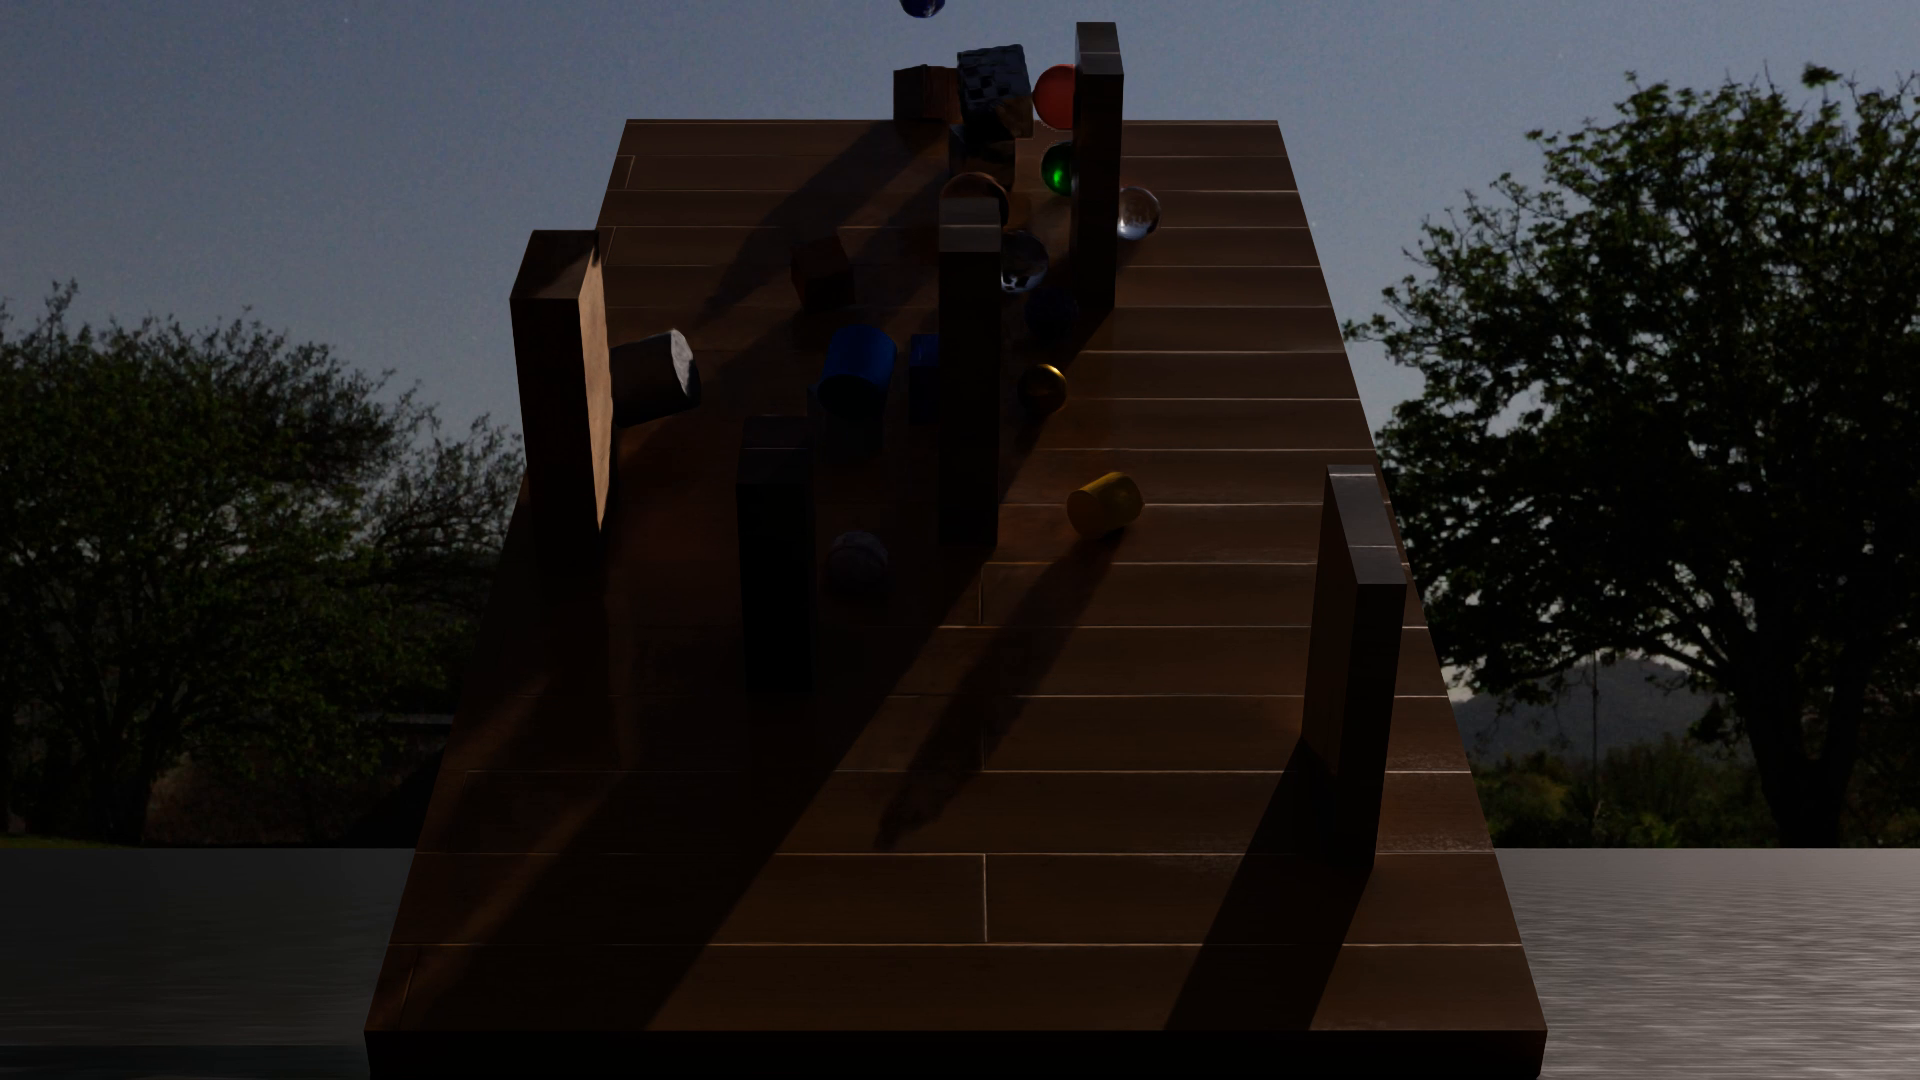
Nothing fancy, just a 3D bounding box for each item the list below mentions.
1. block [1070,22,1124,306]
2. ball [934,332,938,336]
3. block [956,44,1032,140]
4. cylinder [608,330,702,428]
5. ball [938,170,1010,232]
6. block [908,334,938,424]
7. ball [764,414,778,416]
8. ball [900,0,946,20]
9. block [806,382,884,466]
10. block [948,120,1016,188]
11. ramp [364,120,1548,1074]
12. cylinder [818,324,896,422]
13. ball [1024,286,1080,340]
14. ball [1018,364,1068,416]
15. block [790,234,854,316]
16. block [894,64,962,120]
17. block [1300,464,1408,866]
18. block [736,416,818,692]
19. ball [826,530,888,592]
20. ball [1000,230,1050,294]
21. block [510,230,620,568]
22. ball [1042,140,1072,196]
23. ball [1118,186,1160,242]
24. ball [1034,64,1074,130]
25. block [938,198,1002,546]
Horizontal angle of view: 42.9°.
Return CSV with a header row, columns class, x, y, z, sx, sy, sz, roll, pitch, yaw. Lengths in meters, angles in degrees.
class,x,y,z,sx,sy,sz,roll,pitch,yaw
block,0.355,-0.986,6.426,0.103,0.645,0.371,0,32,0
ball,-0.027,-0.457,6.051,0.130,0.130,0.130,0,-7,0
block,0.101,-1.306,7.178,0.193,0.193,0.193,-8,-29,-3
cylinder,-0.742,-0.384,5.833,0.192,0.192,0.192,-16,-10,10
ball,0.035,-0.879,6.466,0.192,0.192,0.192,0,-7,0
block,-0.040,-0.389,5.923,0.159,0.159,0.159,1,32,1
ball,-0.442,-0.238,5.726,0.114,0.114,0.114,0,-7,0
ball,-0.111,-1.626,7.289,0.144,0.144,0.144,0,-7,0
block,-0.272,-0.283,5.772,0.142,0.142,0.142,-11,34,-17
block,0.062,-1.111,7.087,0.151,0.151,0.151,-10,35,-15
ramp,-0.015,-0.190,5.853,2.000,0.100,4.000,0,32,0
cylinder,-0.232,-0.378,5.530,0.155,0.155,0.155,7,-38,6
ball,0.235,-0.580,6.251,0.140,0.140,0.140,0,-7,0
ball,0.199,-0.364,5.922,0.123,0.123,0.123,0,-7,0
block,-0.360,-0.692,6.389,0.130,0.130,0.130,-16,-36,-13
block,-0.094,-1.375,7.581,0.160,0.160,0.160,-2,3,-37
block,0.719,0.230,4.507,0.085,0.620,0.403,0,32,0
block,-0.366,0.030,4.940,0.133,0.492,0.263,0,32,0
ball,-0.221,0.045,5.257,0.132,0.132,0.132,0,-7,0
ball,0.151,-0.734,6.471,0.169,0.169,0.169,0,-7,0
block,-0.854,-0.306,5.324,0.141,0.652,0.336,0,32,0
ball,0.312,-1.066,7.011,0.159,0.159,0.159,0,-7,0
ball,0.479,-0.901,6.756,0.151,0.151,0.151,0,-7,0
ball,0.298,-1.249,6.893,0.185,0.185,0.185,0,-7,0
block,0.019,-0.364,5.362,0.131,0.717,0.274,0,32,0
